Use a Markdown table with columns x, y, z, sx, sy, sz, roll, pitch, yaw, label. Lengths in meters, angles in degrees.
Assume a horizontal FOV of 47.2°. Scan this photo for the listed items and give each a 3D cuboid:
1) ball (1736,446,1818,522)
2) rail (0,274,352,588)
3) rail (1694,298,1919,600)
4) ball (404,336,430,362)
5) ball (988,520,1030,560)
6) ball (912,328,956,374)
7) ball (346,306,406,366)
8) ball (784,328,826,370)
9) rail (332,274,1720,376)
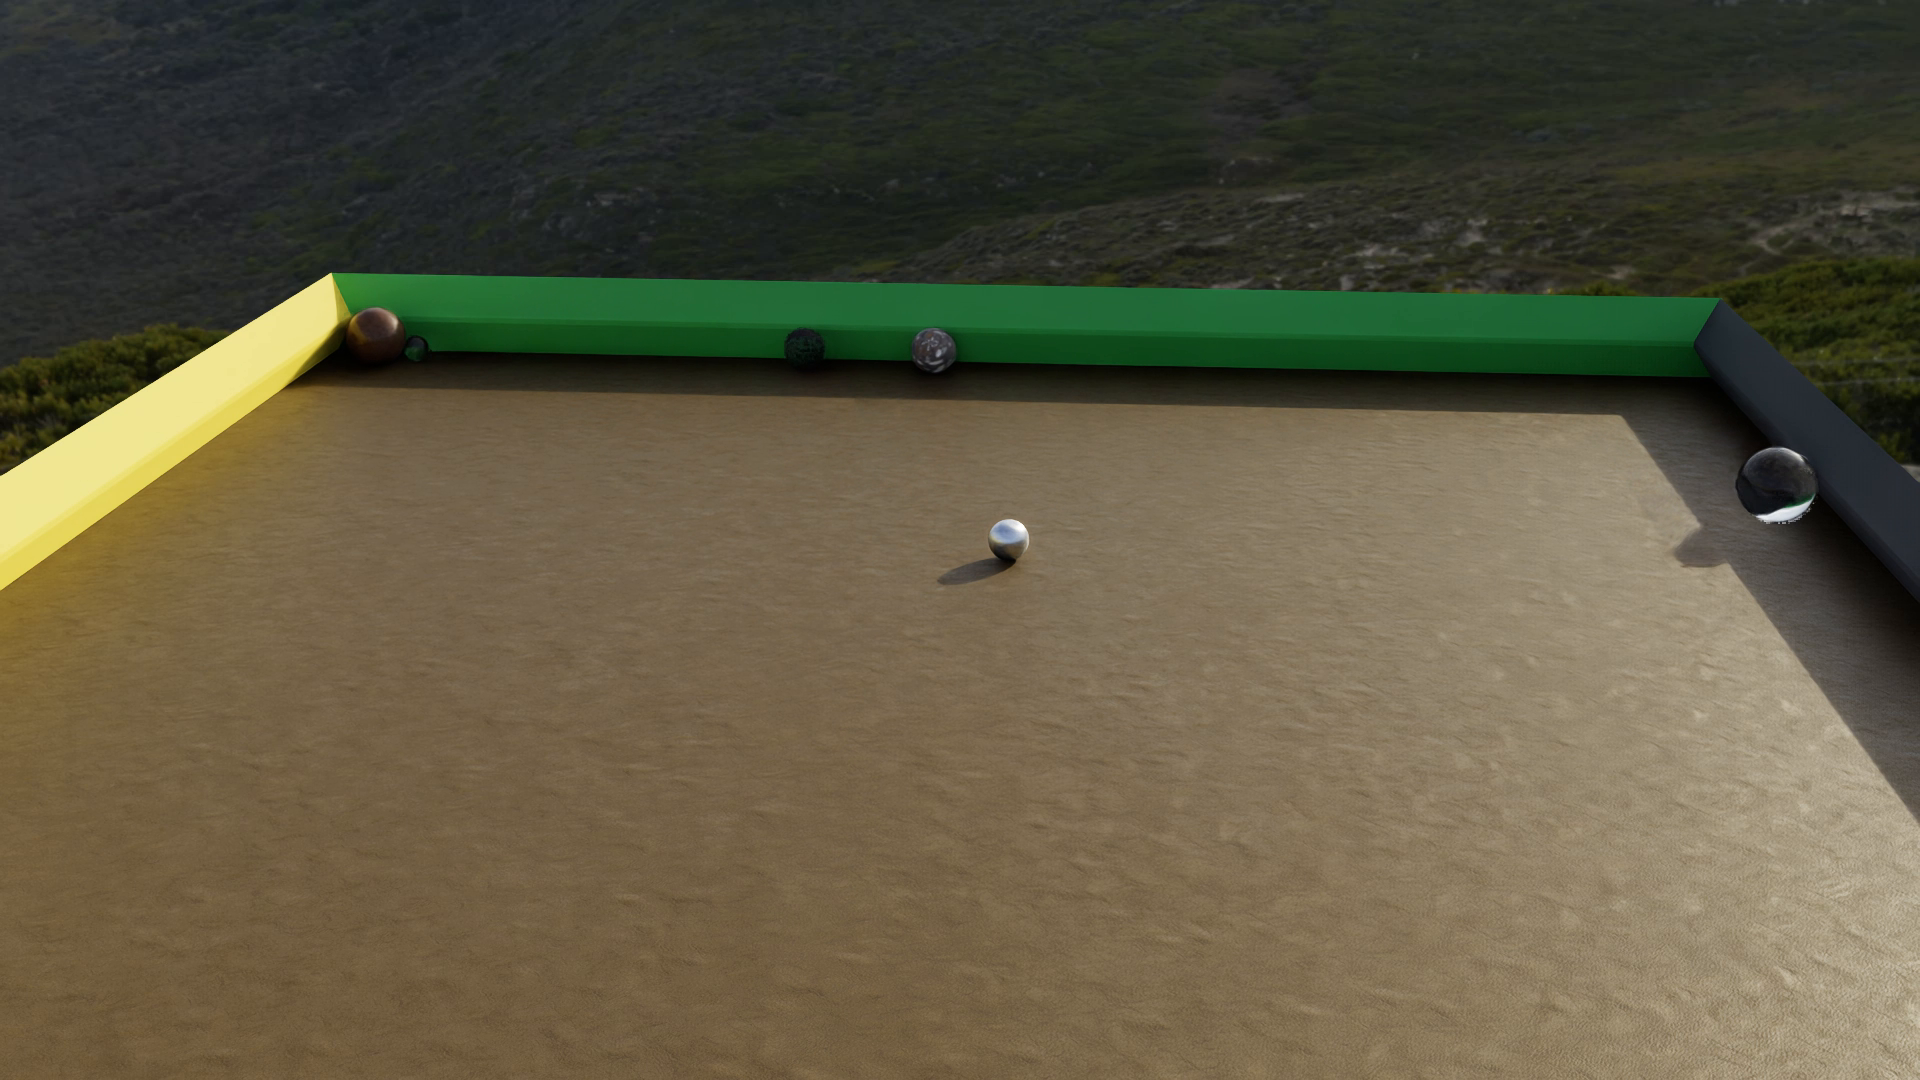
| x | y | z | sx | sy | sz | roll | pitch | yaw | label |
| --- | --- | --- | --- | --- | --- | --- | --- | --- | --- |
| 1.030 | -0.070 | 2.774 | 0.096 | 0.096 | 0.096 | 0 | 19 | 0 | ball |
| -1.156 | 0.257 | 1.796 | 0.045 | 0.125 | 3.824 | 2 | 19 | 4 | rail |
| 1.001 | 0.315 | 1.630 | 0.045 | 0.125 | 3.824 | 2 | 19 | 4 | rail |
| -0.874 | -0.308 | 3.536 | 0.040 | 0.040 | 0.040 | 0 | 19 | 0 | ball |
| 0.059 | 0.000 | 2.644 | 0.050 | 0.050 | 0.050 | 0 | 19 | 0 | ball |
| -0.041 | -0.298 | 3.460 | 0.072 | 0.072 | 0.072 | 0 | 19 | 0 | ball |
| -0.931 | -0.325 | 3.504 | 0.094 | 0.094 | 0.094 | 0 | 19 | 0 | ball |
| -0.245 | -0.302 | 3.483 | 0.065 | 0.065 | 0.065 | 0 | 19 | 0 | ball |
| 0.076 | -0.337 | 3.489 | 2.211 | 0.125 | 0.045 | 2 | 19 | 4 | rail |
